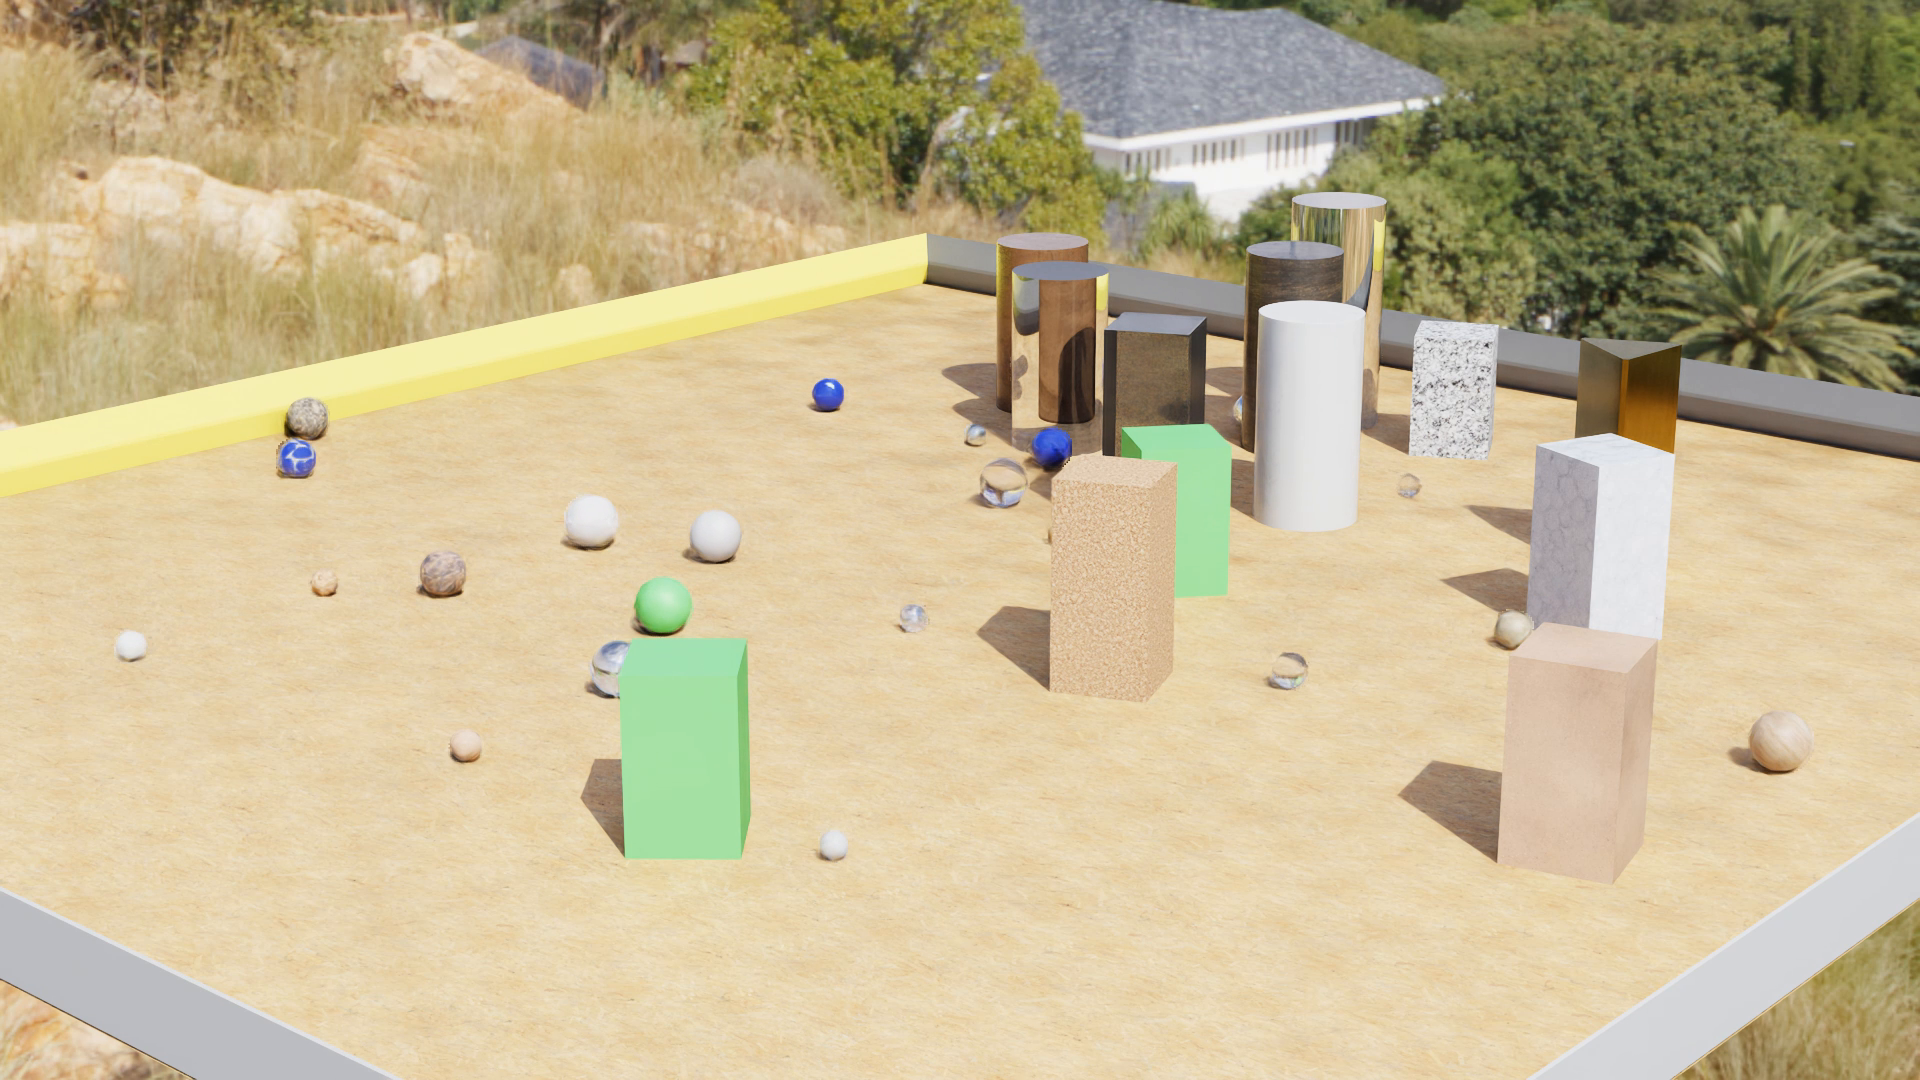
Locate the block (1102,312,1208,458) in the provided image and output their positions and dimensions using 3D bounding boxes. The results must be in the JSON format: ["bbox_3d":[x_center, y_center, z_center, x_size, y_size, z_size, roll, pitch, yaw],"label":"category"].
[{"bbox_3d":[0.363,-0.214,5.483,0.159,0.392,0.159,5,17,16],"label":"block"}]

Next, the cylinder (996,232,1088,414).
[{"bbox_3d":[0.178,-0.470,6.383,0.199,0.365,0.199,0,17,0],"label":"cylinder"}]

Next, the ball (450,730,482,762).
[{"bbox_3d":[-0.733,0.306,4.357,0.047,0.047,0.047,0,17,0],"label":"ball"}]

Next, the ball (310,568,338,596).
[{"bbox_3d":[-1.111,0.074,5.127,0.047,0.047,0.047,0,17,0],"label":"ball"}]

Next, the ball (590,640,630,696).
[{"bbox_3d":[-0.540,0.202,4.629,0.088,0.088,0.088,0,17,0],"label":"ball"}]

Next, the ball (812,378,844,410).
[{"bbox_3d":[-0.287,-0.317,6.383,0.071,0.071,0.071,0,17,0],"label":"ball"}]

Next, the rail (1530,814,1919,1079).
[{"bbox_3d":[1.358,0.372,3.991,0.045,0.129,3.927,14,22,39],"label":"rail"}]

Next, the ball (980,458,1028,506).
[{"bbox_3d":[0.084,-0.111,5.660,0.093,0.093,0.093,0,17,0],"label":"ball"}]

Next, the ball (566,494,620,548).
[{"bbox_3d":[-0.676,-0.033,5.393,0.099,0.099,0.099,0,17,0],"label":"ball"}]

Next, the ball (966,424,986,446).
[{"bbox_3d":[0.033,-0.219,6.105,0.043,0.043,0.043,0,17,0],"label":"ball"}]

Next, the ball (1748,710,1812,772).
[{"bbox_3d":[1.208,0.296,4.316,0.091,0.091,0.091,0,17,0],"label":"ball"}]

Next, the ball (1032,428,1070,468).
[{"bbox_3d":[0.184,-0.186,5.933,0.079,0.079,0.079,0,17,0],"label":"ball"}]

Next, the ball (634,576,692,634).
[{"bbox_3d":[-0.499,0.109,4.926,0.096,0.096,0.096,0,17,0],"label":"ball"}]

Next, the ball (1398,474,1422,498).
[{"bbox_3d":[0.879,-0.106,5.729,0.044,0.044,0.044,0,17,0],"label":"ball"}]

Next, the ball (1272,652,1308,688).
[{"bbox_3d":[0.525,0.207,4.664,0.059,0.059,0.059,0,17,0],"label":"ball"}]

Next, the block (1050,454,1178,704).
[{"bbox_3d":[0.244,0.059,4.650,0.159,0.351,0.159,6,18,18],"label":"block"}]

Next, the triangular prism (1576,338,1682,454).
[{"bbox_3d":[1.163,-0.150,5.244,0.172,0.408,0.149,-16,23,-42],"label":"triangular prism"}]

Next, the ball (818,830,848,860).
[{"bbox_3d":[-0.172,0.417,4.000,0.041,0.041,0.041,0,17,0],"label":"ball"}]

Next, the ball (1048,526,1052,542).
[{"bbox_3d":[0.186,-0.012,5.413,0.046,0.046,0.046,0,17,0],"label":"ball"}]

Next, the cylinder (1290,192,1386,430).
[{"bbox_3d":[0.799,-0.486,6.241,0.199,0.477,0.199,0,17,0],"label":"cylinder"}]

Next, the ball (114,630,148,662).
[{"bbox_3d":[-1.354,0.174,4.790,0.051,0.051,0.051,0,17,0],"label":"ball"}]

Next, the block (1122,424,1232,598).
[{"bbox_3d":[0.377,-0.051,5.157,0.159,0.269,0.159,-3,17,-9],"label":"block"}]

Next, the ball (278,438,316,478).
[{"bbox_3d":[-1.325,-0.163,5.862,0.078,0.078,0.078,0,17,0],"label":"ball"}]

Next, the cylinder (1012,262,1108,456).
[{"bbox_3d":[0.206,-0.376,6.065,0.199,0.368,0.199,0,17,0],"label":"cylinder"}]

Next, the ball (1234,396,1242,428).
[{"bbox_3d":[0.620,-0.272,6.218,0.079,0.079,0.079,0,17,0],"label":"ball"}]

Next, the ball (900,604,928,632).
[{"bbox_3d":[-0.079,0.131,4.935,0.048,0.048,0.048,0,17,0],"label":"ball"}]

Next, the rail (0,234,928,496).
[{"bbox_3d":[-1.358,-0.308,6.249,0.045,0.129,3.927,14,22,39],"label":"rail"}]

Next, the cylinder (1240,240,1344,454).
[{"bbox_3d":[0.684,-0.393,6.043,0.199,0.414,0.199,0,17,0],"label":"cylinder"}]

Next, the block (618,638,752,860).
[{"bbox_3d":[-0.377,0.286,4.044,0.159,0.265,0.159,0,17,1],"label":"block"}]

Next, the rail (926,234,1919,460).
[{"bbox_3d":[1.272,-0.390,6.522,3.645,0.129,0.045,14,22,39],"label":"rail"}]

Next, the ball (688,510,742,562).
[{"bbox_3d":[-0.444,-0.008,5.315,0.095,0.095,0.095,0,17,0],"label":"ball"}]

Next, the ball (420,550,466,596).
[{"bbox_3d":[-0.903,0.057,5.123,0.082,0.082,0.082,0,17,0],"label":"ball"}]

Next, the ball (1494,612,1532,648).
[{"bbox_3d":[0.916,0.149,4.853,0.062,0.062,0.062,0,17,0],"label":"ball"}]

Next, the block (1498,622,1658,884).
[{"bbox_3d":[0.838,0.287,3.981,0.159,0.300,0.159,8,19,26],"label":"block"}]

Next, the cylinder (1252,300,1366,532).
[{"bbox_3d":[0.659,-0.236,5.544,0.199,0.400,0.199,0,17,0],"label":"cylinder"}]

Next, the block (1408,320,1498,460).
[{"bbox_3d":[1.020,-0.310,6.051,0.159,0.249,0.159,4,17,13],"label":"block"}]

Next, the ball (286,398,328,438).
[{"bbox_3d":[-1.369,-0.256,6.153,0.087,0.087,0.087,0,17,0],"label":"ball"}]

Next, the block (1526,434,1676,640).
[{"bbox_3d":[1.065,0.004,4.887,0.159,0.320,0.159,-9,19,-27],"label":"block"}]

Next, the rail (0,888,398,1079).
[{"bbox_3d":[-1.272,0.455,3.717,3.645,0.129,0.045,14,22,39],"label":"rail"}]
